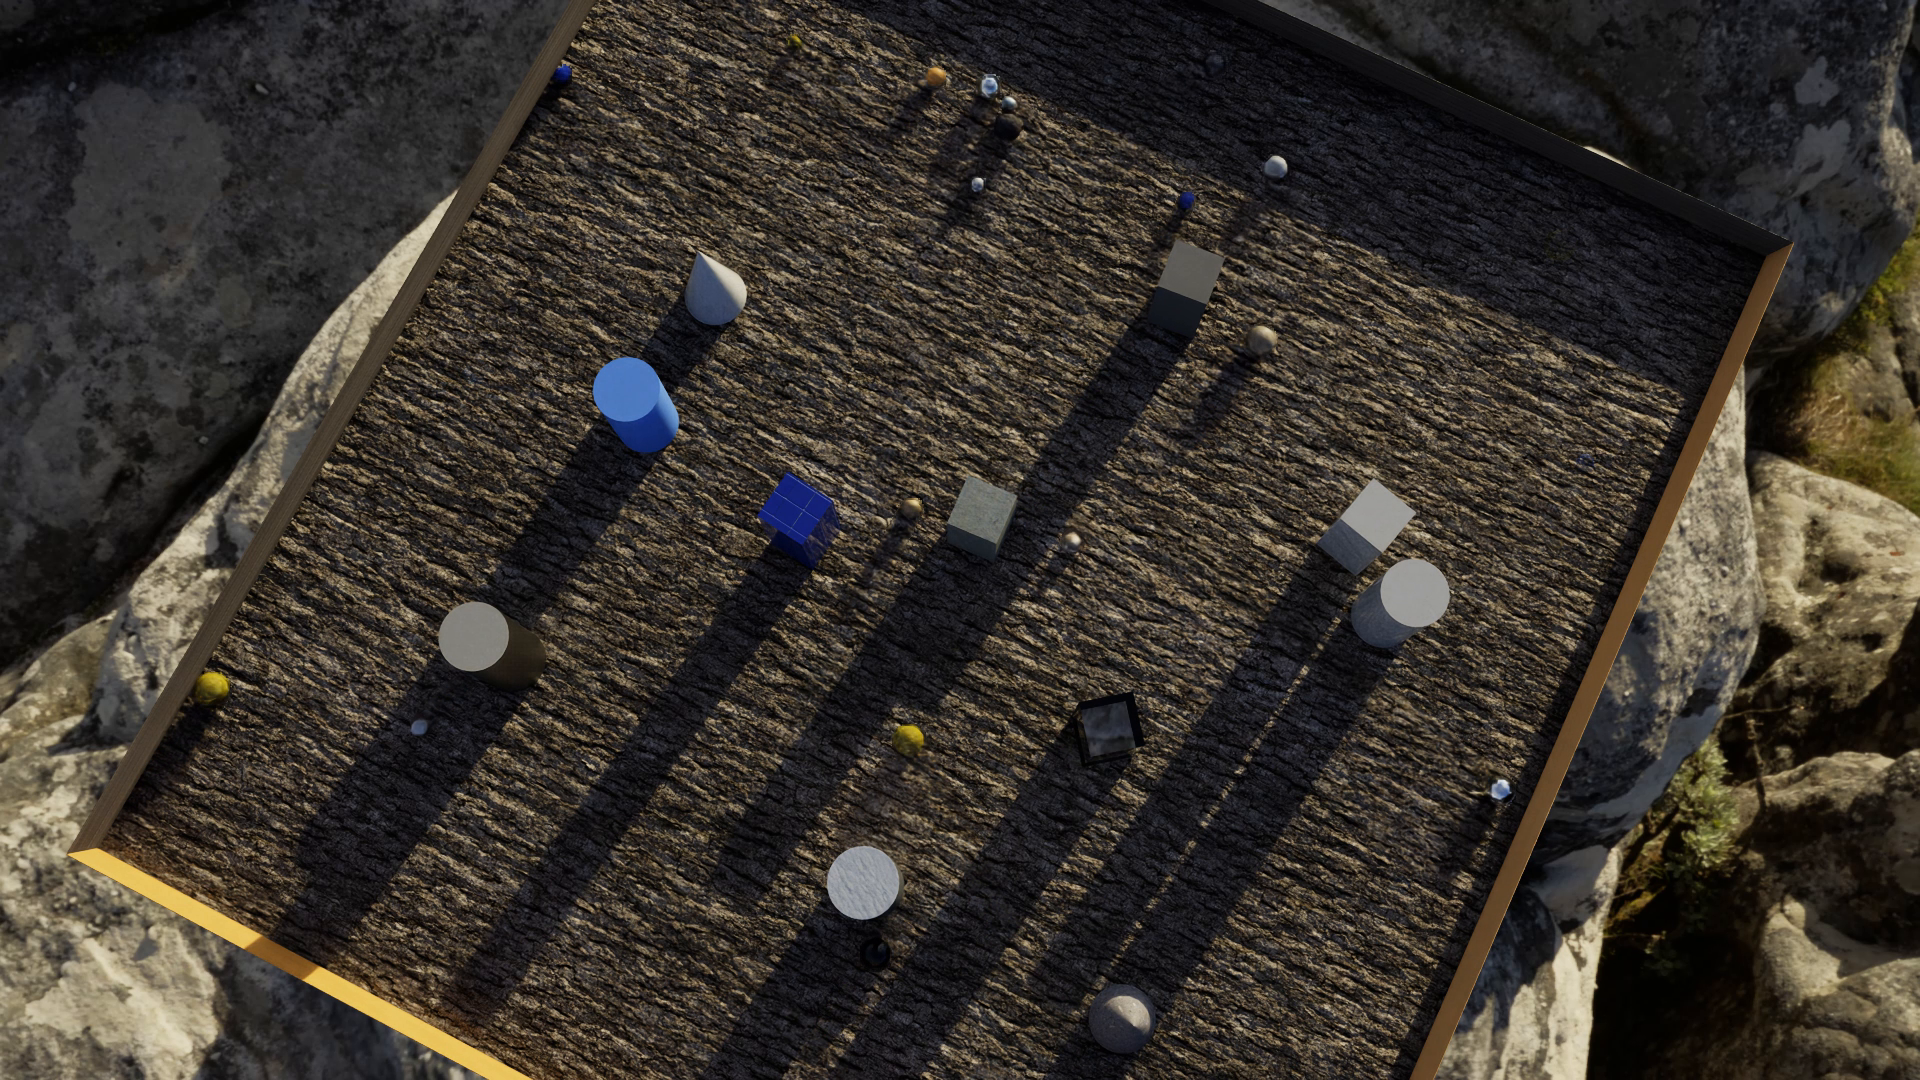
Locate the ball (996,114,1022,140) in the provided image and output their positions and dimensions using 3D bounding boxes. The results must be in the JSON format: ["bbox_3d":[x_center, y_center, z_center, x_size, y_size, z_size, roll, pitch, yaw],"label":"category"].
[{"bbox_3d":[0.155,-1.316,5.846,0.084,0.084,0.084,0,78,0],"label":"ball"}]

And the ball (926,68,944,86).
[{"bbox_3d":[-0.080,-1.488,5.894,0.059,0.059,0.059,0,78,0],"label":"ball"}]

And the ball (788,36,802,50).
[{"bbox_3d":[-0.535,-1.609,5.928,0.043,0.043,0.043,0,78,0],"label":"ball"}]

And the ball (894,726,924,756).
[{"bbox_3d":[-0.152,0.596,5.447,0.089,0.089,0.089,0,78,0],"label":"ball"}]

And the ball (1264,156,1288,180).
[{"bbox_3d":[1.003,-1.183,5.824,0.073,0.073,0.073,0,78,0],"label":"ball"}]

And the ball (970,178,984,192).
[{"bbox_3d":[0.056,-1.130,5.828,0.044,0.044,0.044,0,78,0],"label":"ball"}]

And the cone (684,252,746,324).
[{"bbox_3d":[-0.771,-0.811,5.583,0.195,0.395,0.195,0,78,0],"label":"cone"}]

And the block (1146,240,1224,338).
[{"bbox_3d":[0.688,-0.763,5.606,0.156,0.329,0.156,22,79,4],"label":"block"}]

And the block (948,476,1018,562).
[{"bbox_3d":[0.065,-0.060,5.482,0.156,0.287,0.156,23,79,5],"label":"block"}]

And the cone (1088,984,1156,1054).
[{"bbox_3d":[0.472,1.355,5.147,0.195,0.370,0.195,0,78,0],"label":"cone"}]

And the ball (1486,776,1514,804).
[{"bbox_3d":[1.597,0.740,5.421,0.083,0.083,0.083,0,78,0],"label":"ball"}]

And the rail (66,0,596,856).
[{"bbox_3d":[-1.673,-0.813,5.719,0.045,0.127,3.986,26,80,5],"label":"rail"}]

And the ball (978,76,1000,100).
[{"bbox_3d":[0.093,-1.451,5.879,0.074,0.074,0.074,0,78,0],"label":"ball"}]

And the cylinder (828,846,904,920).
[{"bbox_3d":[-0.262,0.973,5.177,0.195,0.466,0.195,0,78,0],"label":"cylinder"}]

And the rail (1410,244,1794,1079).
[{"bbox_3d":[1.673,0.826,5.380,0.045,0.127,3.986,26,80,5],"label":"rail"}]

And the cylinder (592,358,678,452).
[{"bbox_3d":[-0.971,-0.402,5.514,0.195,0.364,0.195,0,78,0],"label":"cylinder"}]

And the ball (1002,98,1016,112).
[{"bbox_3d":[0.159,-1.397,5.883,0.045,0.045,0.045,0,78,0],"label":"ball"}]

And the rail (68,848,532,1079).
[{"bbox_3d":[-0.881,1.731,5.192,3.789,0.127,0.045,26,80,5],"label":"rail"}]

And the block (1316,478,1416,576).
[{"bbox_3d":[1.200,-0.034,5.438,0.156,0.363,0.156,40,81,8],"label":"block"}]

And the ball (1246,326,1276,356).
[{"bbox_3d":[0.934,-0.619,5.698,0.092,0.092,0.092,0,78,0],"label":"ball"}]

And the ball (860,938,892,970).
[{"bbox_3d":[-0.244,1.202,5.322,0.089,0.089,0.089,0,78,0],"label":"ball"}]

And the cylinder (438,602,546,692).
[{"bbox_3d":[-1.349,0.315,5.312,0.195,0.469,0.195,0,78,0],"label":"cylinder"}]

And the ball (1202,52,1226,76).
[{"bbox_3d":[0.818,-1.530,5.895,0.075,0.075,0.075,0,78,0],"label":"ball"}]

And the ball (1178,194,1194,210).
[{"bbox_3d":[0.717,-1.073,5.815,0.047,0.047,0.047,0,78,0],"label":"ball"}]

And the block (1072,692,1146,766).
[{"bbox_3d":[0.427,0.552,5.320,0.156,0.357,0.156,-11,79,-2],"label":"block"}]

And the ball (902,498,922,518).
[{"bbox_3d":[-0.149,-0.096,5.606,0.060,0.060,0.060,0,78,0],"label":"ball"}]

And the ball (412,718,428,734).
[{"bbox_3d":[-1.614,0.558,5.477,0.048,0.048,0.048,0,78,0],"label":"ball"}]

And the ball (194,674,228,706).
[{"bbox_3d":[-2.237,0.447,5.474,0.098,0.098,0.098,0,78,0],"label":"ball"}]

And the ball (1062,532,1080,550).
[{"bbox_3d":[0.340,0.005,5.587,0.056,0.056,0.056,0,78,0],"label":"ball"}]

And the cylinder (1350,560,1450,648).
[{"bbox_3d":[1.285,0.190,5.372,0.195,0.402,0.195,0,78,0],"label":"cylinder"}]

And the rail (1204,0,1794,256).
[{"bbox_3d":[0.881,-1.718,5.906,3.789,0.127,0.045,26,80,5],"label":"rail"}]

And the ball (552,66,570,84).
[{"bbox_3d":[-1.283,-1.495,5.897,0.057,0.057,0.057,0,78,0],"label":"ball"}]

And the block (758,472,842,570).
[{"bbox_3d":[-0.472,-0.052,5.429,0.156,0.389,0.156,33,80,6],"label":"block"}]
